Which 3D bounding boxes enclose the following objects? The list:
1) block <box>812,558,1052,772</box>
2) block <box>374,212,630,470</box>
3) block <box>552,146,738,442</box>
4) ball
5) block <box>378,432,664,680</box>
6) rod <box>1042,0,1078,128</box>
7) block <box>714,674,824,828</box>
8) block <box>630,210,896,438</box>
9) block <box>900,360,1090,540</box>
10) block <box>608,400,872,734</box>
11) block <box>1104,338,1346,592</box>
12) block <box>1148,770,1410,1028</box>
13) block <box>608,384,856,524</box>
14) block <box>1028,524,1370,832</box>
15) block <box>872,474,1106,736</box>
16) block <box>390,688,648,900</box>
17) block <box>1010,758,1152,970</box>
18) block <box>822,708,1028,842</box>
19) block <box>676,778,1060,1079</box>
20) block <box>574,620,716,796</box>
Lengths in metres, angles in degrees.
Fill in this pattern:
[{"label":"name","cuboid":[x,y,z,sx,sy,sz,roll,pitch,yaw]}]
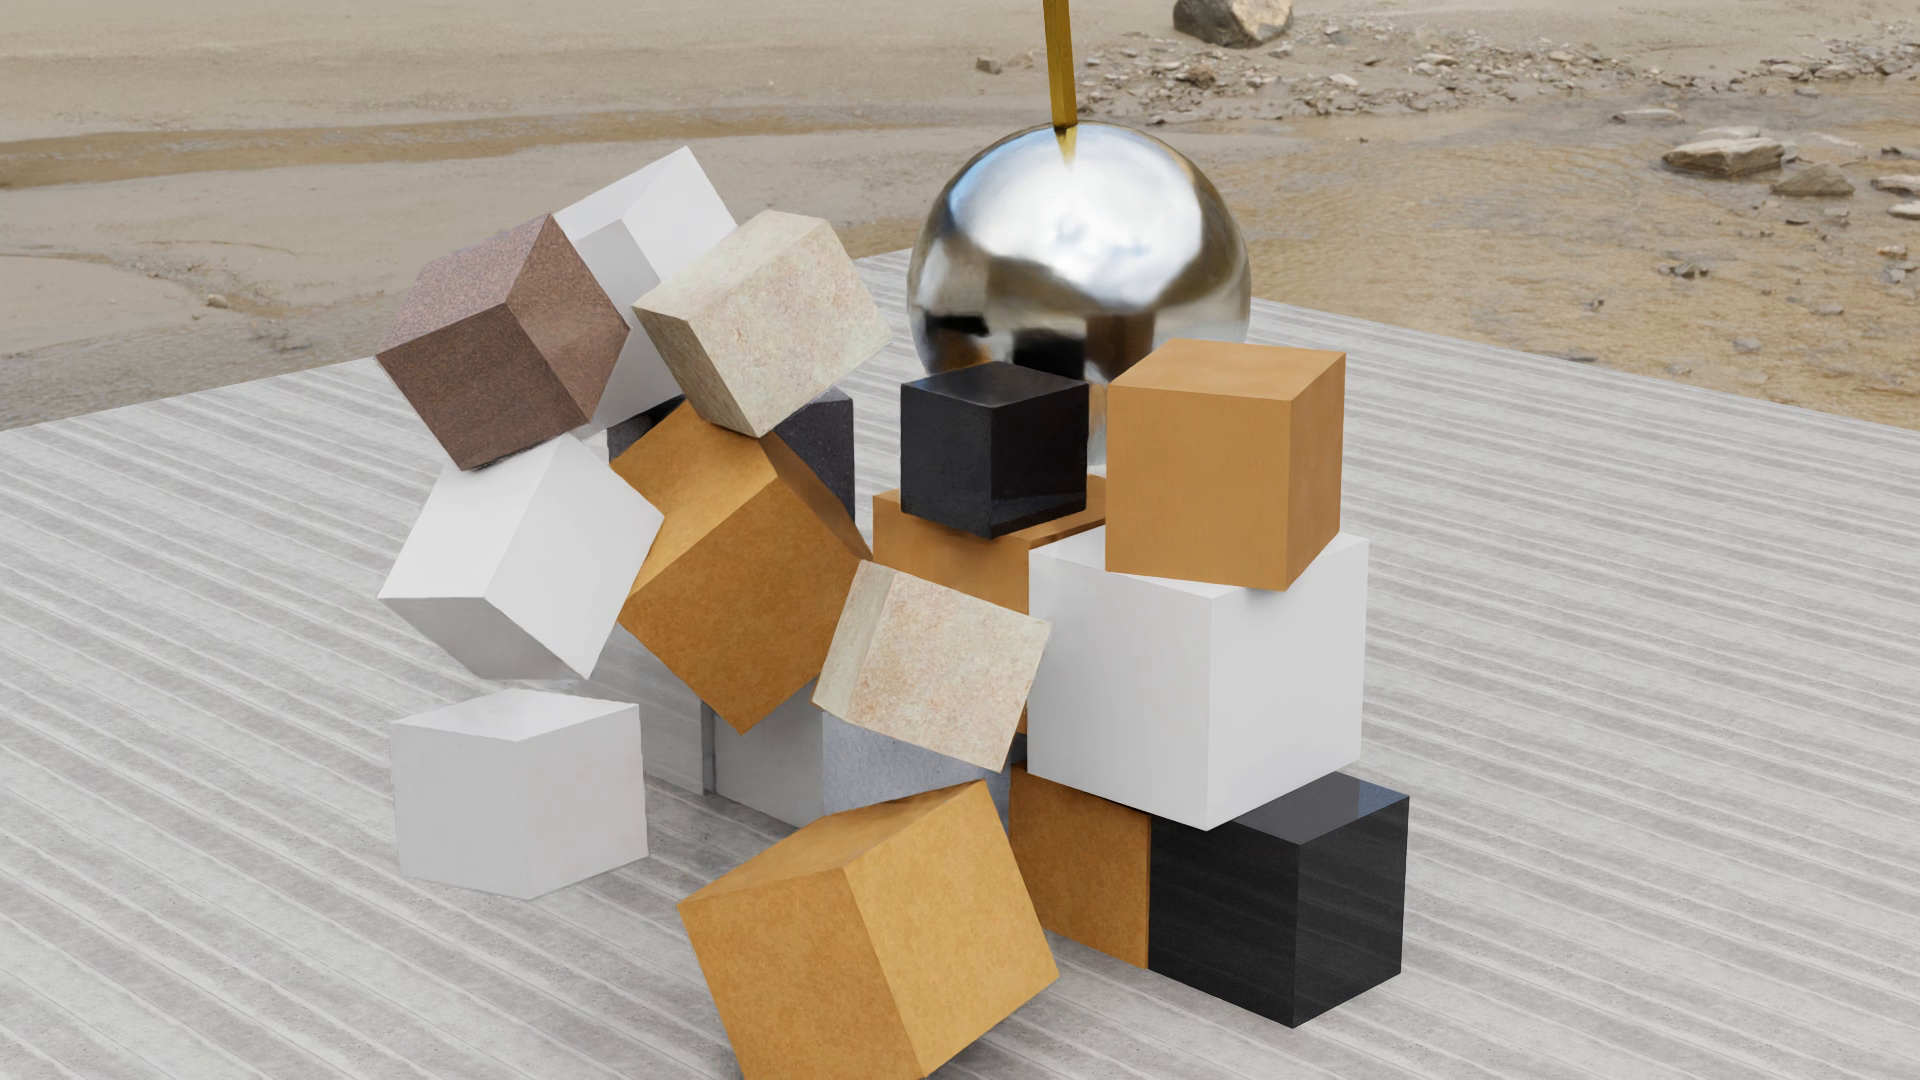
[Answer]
[{"label":"block","cuboid":[-0.124,0.494,11.714,0.660,0.616,0.692,20,-1,-14]},{"label":"block","cuboid":[-1.962,-0.855,12.656,0.684,0.657,0.709,-19,32,24]},{"label":"block","cuboid":[-1.577,-1.140,13.777,0.950,0.848,0.888,-23,20,26]},{"label":"ball","cuboid":[0.550,-1.140,13.560,1.600,1.600,1.600,0,17,0]},{"label":"block","cuboid":[-1.904,0.073,12.761,0.719,0.670,0.844,-2,56,42]},{"label":"rod","cuboid":[0.238,-4.263,12.252,0.080,5.200,0.080,17,31,42]},{"label":"block","cuboid":[-0.559,0.777,14.190,0.835,1.009,0.975,-17,24,-42]},{"label":"block","cuboid":[-0.868,-0.959,12.854,0.765,0.615,0.684,-37,24,-16]},{"label":"block","cuboid":[0.147,-0.396,12.559,0.541,0.567,0.593,17,24,42]},{"label":"block","cuboid":[-1.046,0.065,13.362,0.950,0.990,0.923,-39,38,5]},{"label":"block","cuboid":[1.099,-0.328,12.067,0.755,0.782,0.882,6,18,20]},{"label":"block","cuboid":[1.340,1.450,12.374,0.787,0.815,0.730,17,24,42]},{"label":"block","cuboid":[-1.134,-0.307,14.429,0.992,0.923,0.947,-6,18,-19]},{"label":"block","cuboid":[1.004,0.493,12.412,0.961,0.990,1.080,15,22,40]},{"label":"block","cuboid":[0.280,0.222,13.014,0.953,0.874,0.927,16,24,42]},{"label":"block","cuboid":[-1.714,0.973,11.423,0.688,0.610,0.669,5,12,36]},{"label":"block","cuboid":[0.779,1.326,12.939,0.782,0.711,0.802,-17,24,-42]},{"label":"block","cuboid":[0.132,1.022,13.509,1.151,0.949,0.997,-17,24,-42]},{"label":"block","cuboid":[-0.350,1.561,11.434,0.886,0.844,0.942,-17,6,38]},{"label":"block","cuboid":[-1.272,0.573,14.859,0.954,0.997,1.002,-17,24,-42]}]
